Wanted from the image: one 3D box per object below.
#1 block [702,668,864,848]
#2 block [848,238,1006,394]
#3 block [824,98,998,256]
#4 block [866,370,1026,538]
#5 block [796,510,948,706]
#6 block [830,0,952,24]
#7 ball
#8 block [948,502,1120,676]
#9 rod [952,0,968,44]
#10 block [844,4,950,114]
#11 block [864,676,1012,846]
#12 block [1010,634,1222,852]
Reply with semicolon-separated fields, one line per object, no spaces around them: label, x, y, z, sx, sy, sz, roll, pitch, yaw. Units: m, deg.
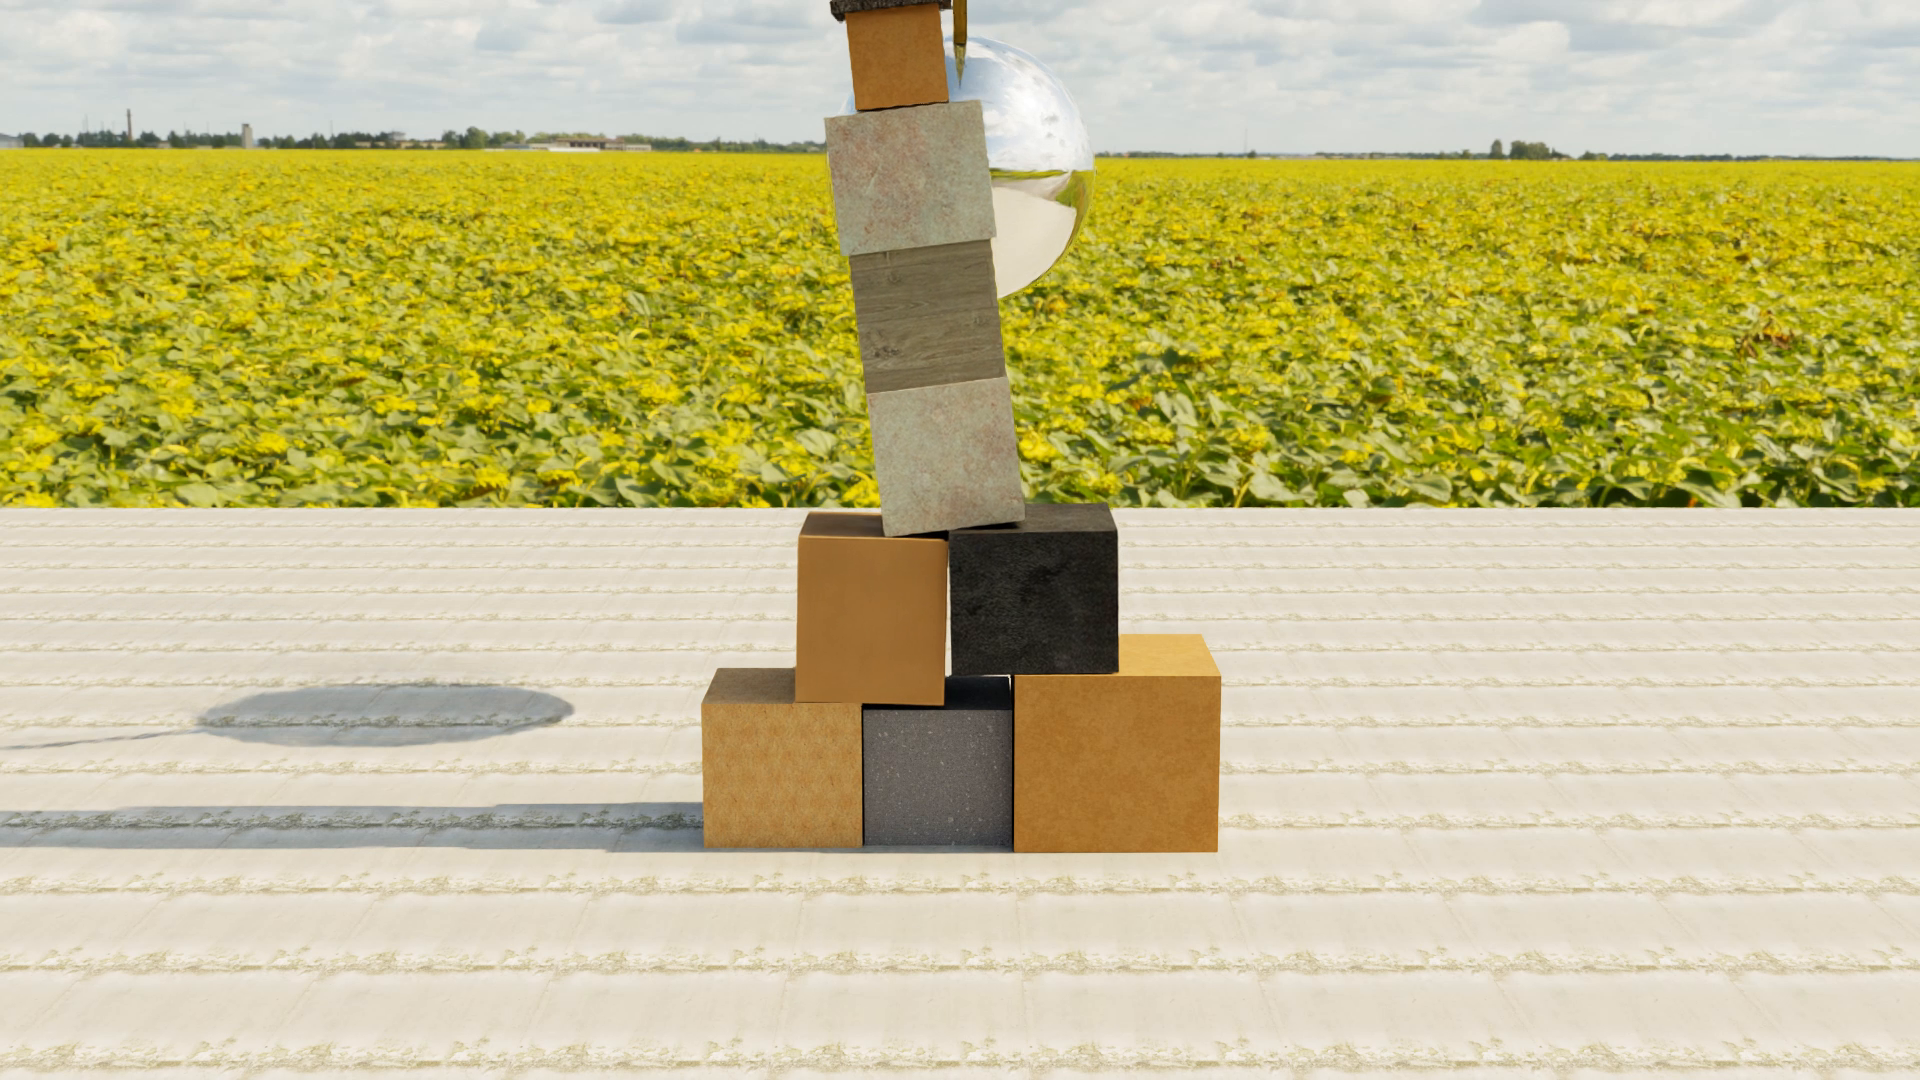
block;-0.888;1.112;11.368;0.796;0.744;0.764;0;10;0
block;-0.154;-1.146;10.982;0.691;0.676;0.662;-7;11;1
block;-0.234;-1.797;10.860;0.754;0.658;0.727;-7;11;1
block;-0.067;-0.460;11.082;0.699;0.710;0.658;-7;10;1
block;-0.436;0.334;11.234;0.738;0.830;0.777;2;10;0
block;-0.362;-2.895;10.659;0.574;0.654;0.621;-6;9;1
ball;0.000;-2.202;13.113;1.600;1.600;1.600;0;10;0
block;0.366;0.236;11.205;0.827;0.711;0.858;-1;10;0
rod;0.000;-5.060;11.271;0.080;5.200;0.080;0;33;0
block;-0.300;-2.349;10.748;0.450;0.457;0.462;-6;9;1
block;-0.111;1.132;11.377;0.742;0.703;0.709;0;10;0
block;0.779;1.031;11.363;1.017;0.906;0.940;0;10;0
